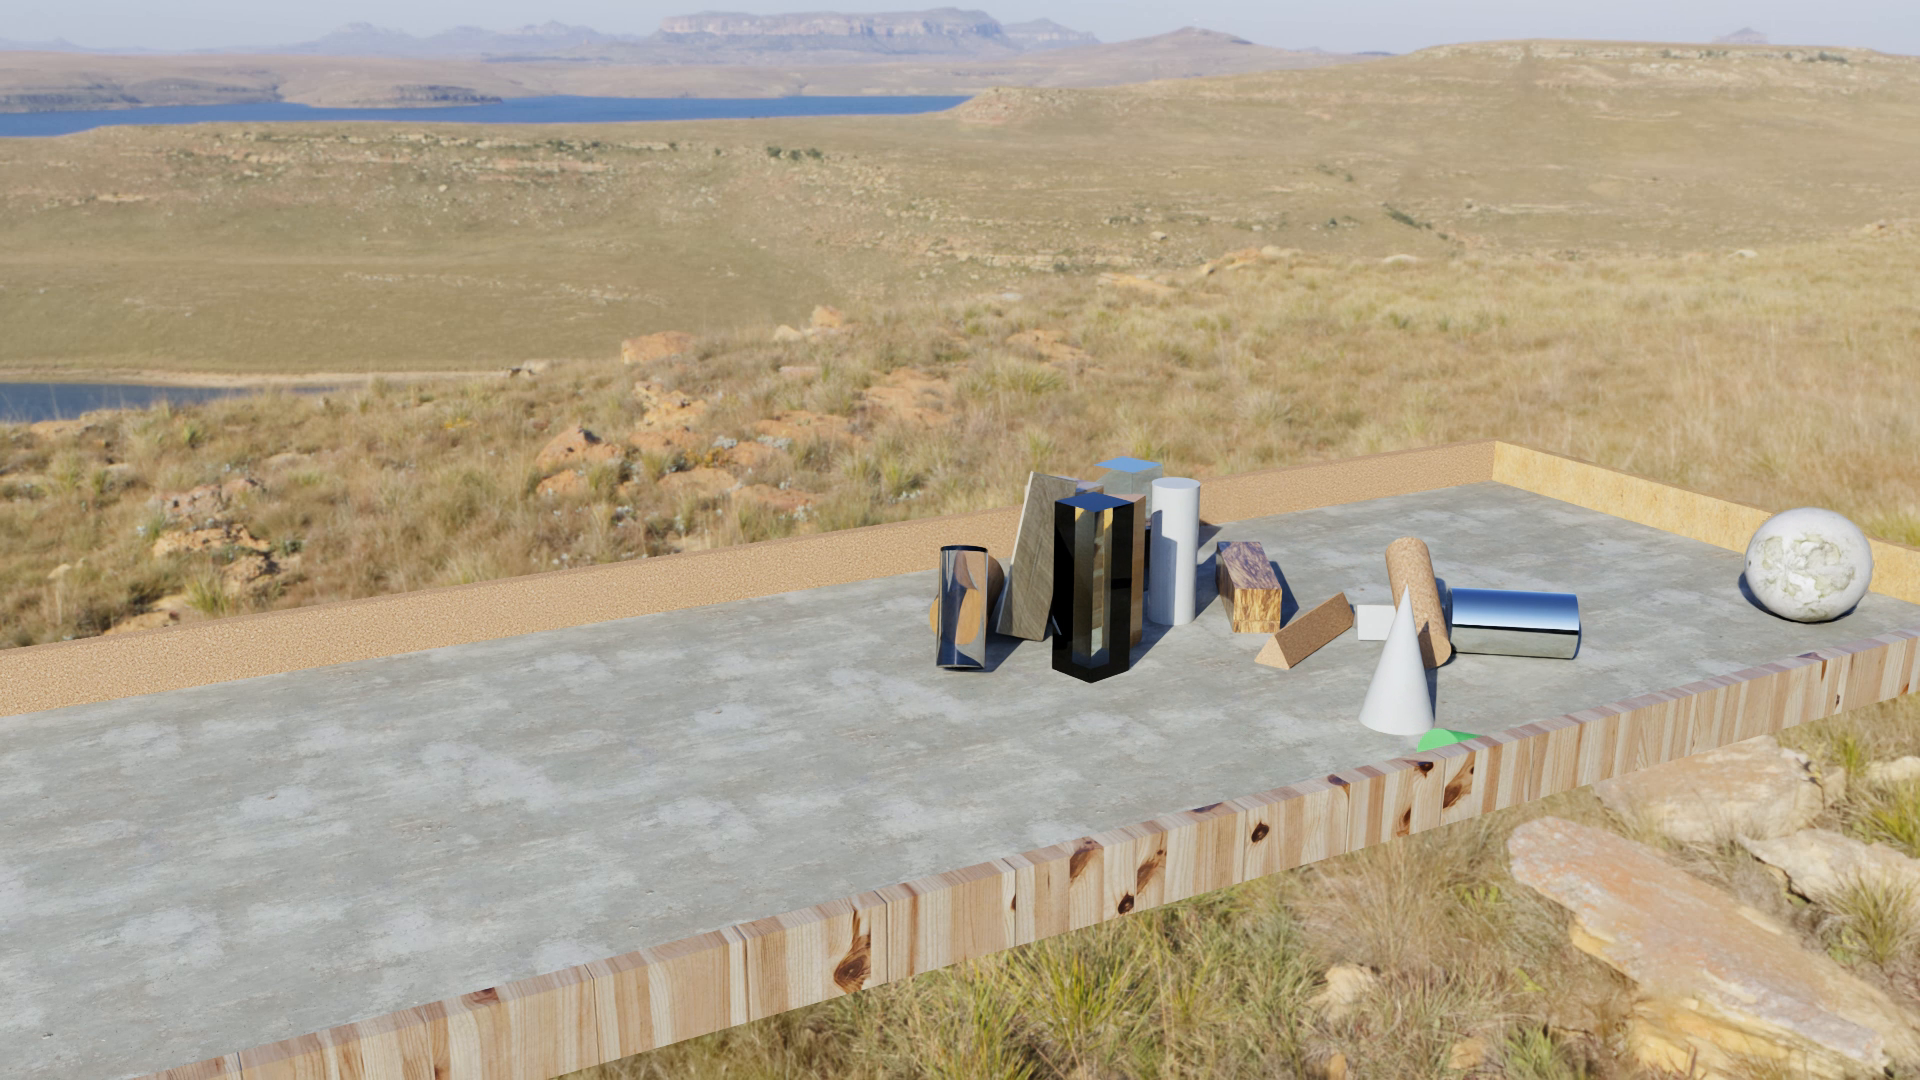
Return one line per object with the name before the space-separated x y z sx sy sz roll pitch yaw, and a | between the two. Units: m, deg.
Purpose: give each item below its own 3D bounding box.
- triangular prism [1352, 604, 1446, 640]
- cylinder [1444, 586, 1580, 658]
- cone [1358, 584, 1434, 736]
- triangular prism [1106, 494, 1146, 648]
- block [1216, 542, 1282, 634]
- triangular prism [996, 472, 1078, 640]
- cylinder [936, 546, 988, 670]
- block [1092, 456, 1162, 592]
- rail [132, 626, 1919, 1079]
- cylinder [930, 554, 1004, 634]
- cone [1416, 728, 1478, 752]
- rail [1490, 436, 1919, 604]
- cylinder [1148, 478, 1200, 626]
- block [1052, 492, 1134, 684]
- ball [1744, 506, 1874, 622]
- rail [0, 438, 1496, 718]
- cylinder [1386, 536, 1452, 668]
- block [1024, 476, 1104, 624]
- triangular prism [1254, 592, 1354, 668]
triangular prism | 1.257 0.218 4.454 0.370 0.084 0.098 1 17 4
cylinder | 1.439 0.216 4.317 0.311 0.171 0.171 3 17 9
cone | 1.032 0.263 3.854 0.175 0.341 0.175 0 16 0
triangular prism | 0.430 0.085 4.351 0.133 0.404 0.153 -10 19 -31
block | 0.816 0.129 4.693 0.126 0.126 0.453 1 16 2
triangular prism | 0.188 0.039 4.450 0.136 0.438 0.118 12 2 -20
cylinder | 0.006 0.173 4.189 0.124 0.303 0.124 2 -10 0
block | 0.487 -0.041 4.834 0.145 0.372 0.145 14 22 40
rail | -2.336 1.006 1.665 12.000 0.150 0.050 -9 18 -27
cylinder | 0.022 0.158 4.538 0.157 0.157 0.355 2 17 8
cone | 1.220 0.477 3.607 0.458 0.143 0.143 1 14 -28
rail | 2.466 -0.048 5.253 0.050 0.150 2.100 -9 18 -27
cylinder | 0.591 0.030 4.563 0.133 0.388 0.133 0 16 0
block | 0.334 0.118 4.161 0.139 0.446 0.139 -14 21 -39
ball | 2.345 0.067 4.560 0.319 0.319 0.319 0 16 0
rail | -3.305 0.497 3.399 12.000 0.150 0.050 -9 18 -27
cylinder | 1.209 0.161 4.366 0.117 0.117 0.420 2 36 6
block | 0.287 0.029 4.587 0.154 0.377 0.154 14 22 40
triangular prism | 0.931 0.232 4.408 0.096 0.083 0.439 11 20 34
